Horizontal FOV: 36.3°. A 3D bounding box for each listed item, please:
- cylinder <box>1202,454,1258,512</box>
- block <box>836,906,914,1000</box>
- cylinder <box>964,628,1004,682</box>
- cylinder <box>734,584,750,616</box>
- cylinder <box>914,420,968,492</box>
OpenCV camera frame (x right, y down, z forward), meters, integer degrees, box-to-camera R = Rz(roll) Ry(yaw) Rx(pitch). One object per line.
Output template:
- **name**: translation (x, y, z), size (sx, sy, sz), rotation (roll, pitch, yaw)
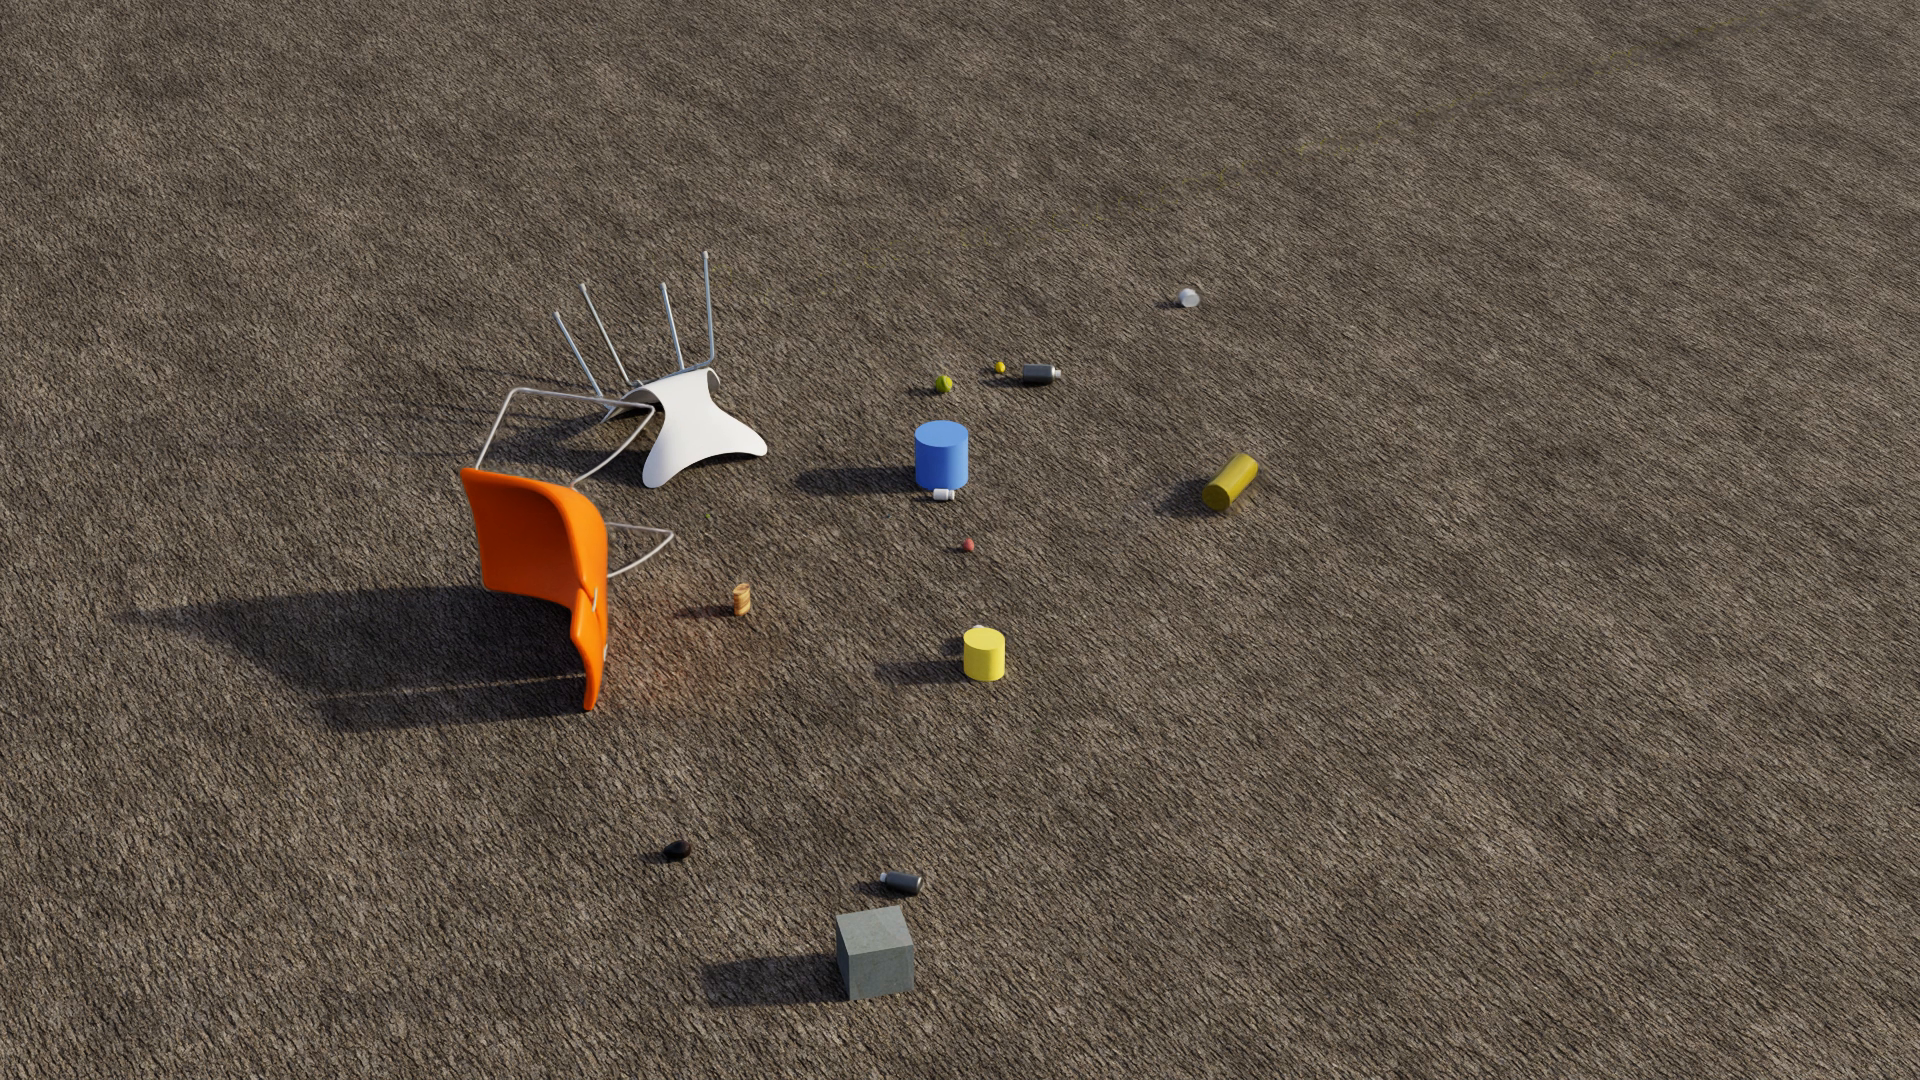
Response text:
- **cylinder**: translation (1.031, -0.220, 11.176), size (0.116, 0.113, 0.256), rotation (25, 40, 18)
- **block**: translation (-0.258, 1.251, 8.881), size (0.199, 0.182, 0.186), rotation (-8, 34, -12)
- **cylinder**: translation (0.084, 0.399, 10.216), size (0.147, 0.136, 0.129), rotation (18, 37, 25)
- **cylinder**: translation (-0.783, 0.214, 10.533), size (0.044, 0.095, 0.081), rotation (17, 37, 24)
- **cylinder**: translation (-0.070, -0.323, 11.252), size (0.204, 0.201, 0.196), rotation (-1, 33, -2)
